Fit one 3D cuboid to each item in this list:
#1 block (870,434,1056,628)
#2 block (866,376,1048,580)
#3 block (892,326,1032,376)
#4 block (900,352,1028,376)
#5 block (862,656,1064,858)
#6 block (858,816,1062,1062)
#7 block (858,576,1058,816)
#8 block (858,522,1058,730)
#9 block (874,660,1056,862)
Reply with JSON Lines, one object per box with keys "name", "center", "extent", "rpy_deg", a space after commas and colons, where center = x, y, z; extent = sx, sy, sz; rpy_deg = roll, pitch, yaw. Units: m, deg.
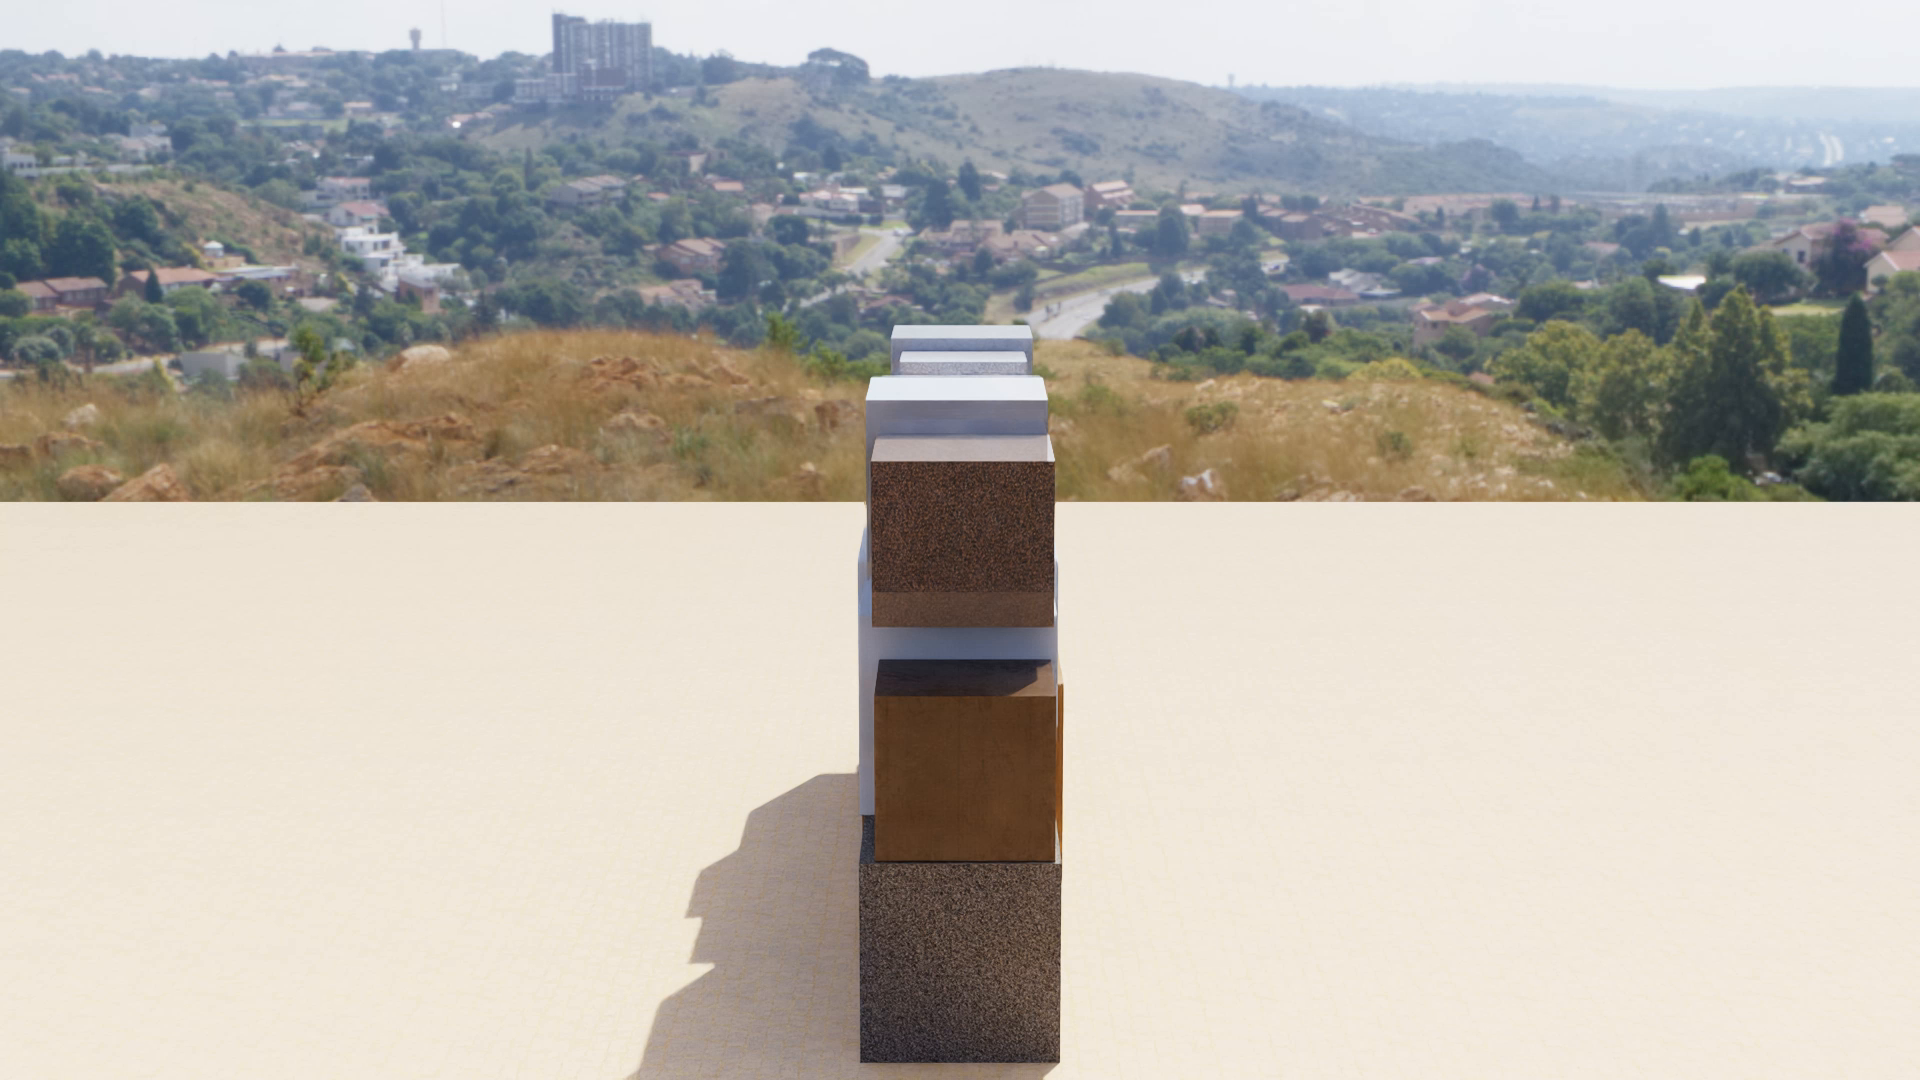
{"name": "block", "center": [0.011, -0.044, 9.602], "extent": [0.663, 0.613, 0.642], "rpy_deg": [0, 11, 0]}
{"name": "block", "center": [-0.012, -0.255, 10.223], "extent": [0.699, 0.706, 0.655], "rpy_deg": [0, 11, 0]}
{"name": "block", "center": [0.009, -0.703, 12.642], "extent": [0.677, 0.649, 0.661], "rpy_deg": [0, 10, 0]}
{"name": "block", "center": [0.015, -0.564, 12.016], "extent": [0.580, 0.590, 0.604], "rpy_deg": [0, 8, 0]}
{"name": "block", "center": [0.011, 0.976, 11.722], "extent": [0.882, 0.886, 0.952], "rpy_deg": [0, 10, 0]}
{"name": "block", "center": [0.001, 1.441, 9.559], "extent": [0.719, 0.745, 0.813], "rpy_deg": [0, 10, 0]}
{"name": "block", "center": [-0.009, 0.587, 10.003], "extent": [0.741, 0.773, 0.785], "rpy_deg": [0, 11, 0]}
{"name": "block", "center": [-0.008, 0.349, 10.780], "extent": [0.809, 0.700, 0.820], "rpy_deg": [0, 12, 0]}
{"name": "block", "center": [0.019, 0.795, 9.340], "extent": [0.640, 0.605, 0.579], "rpy_deg": [0, 10, 0]}
